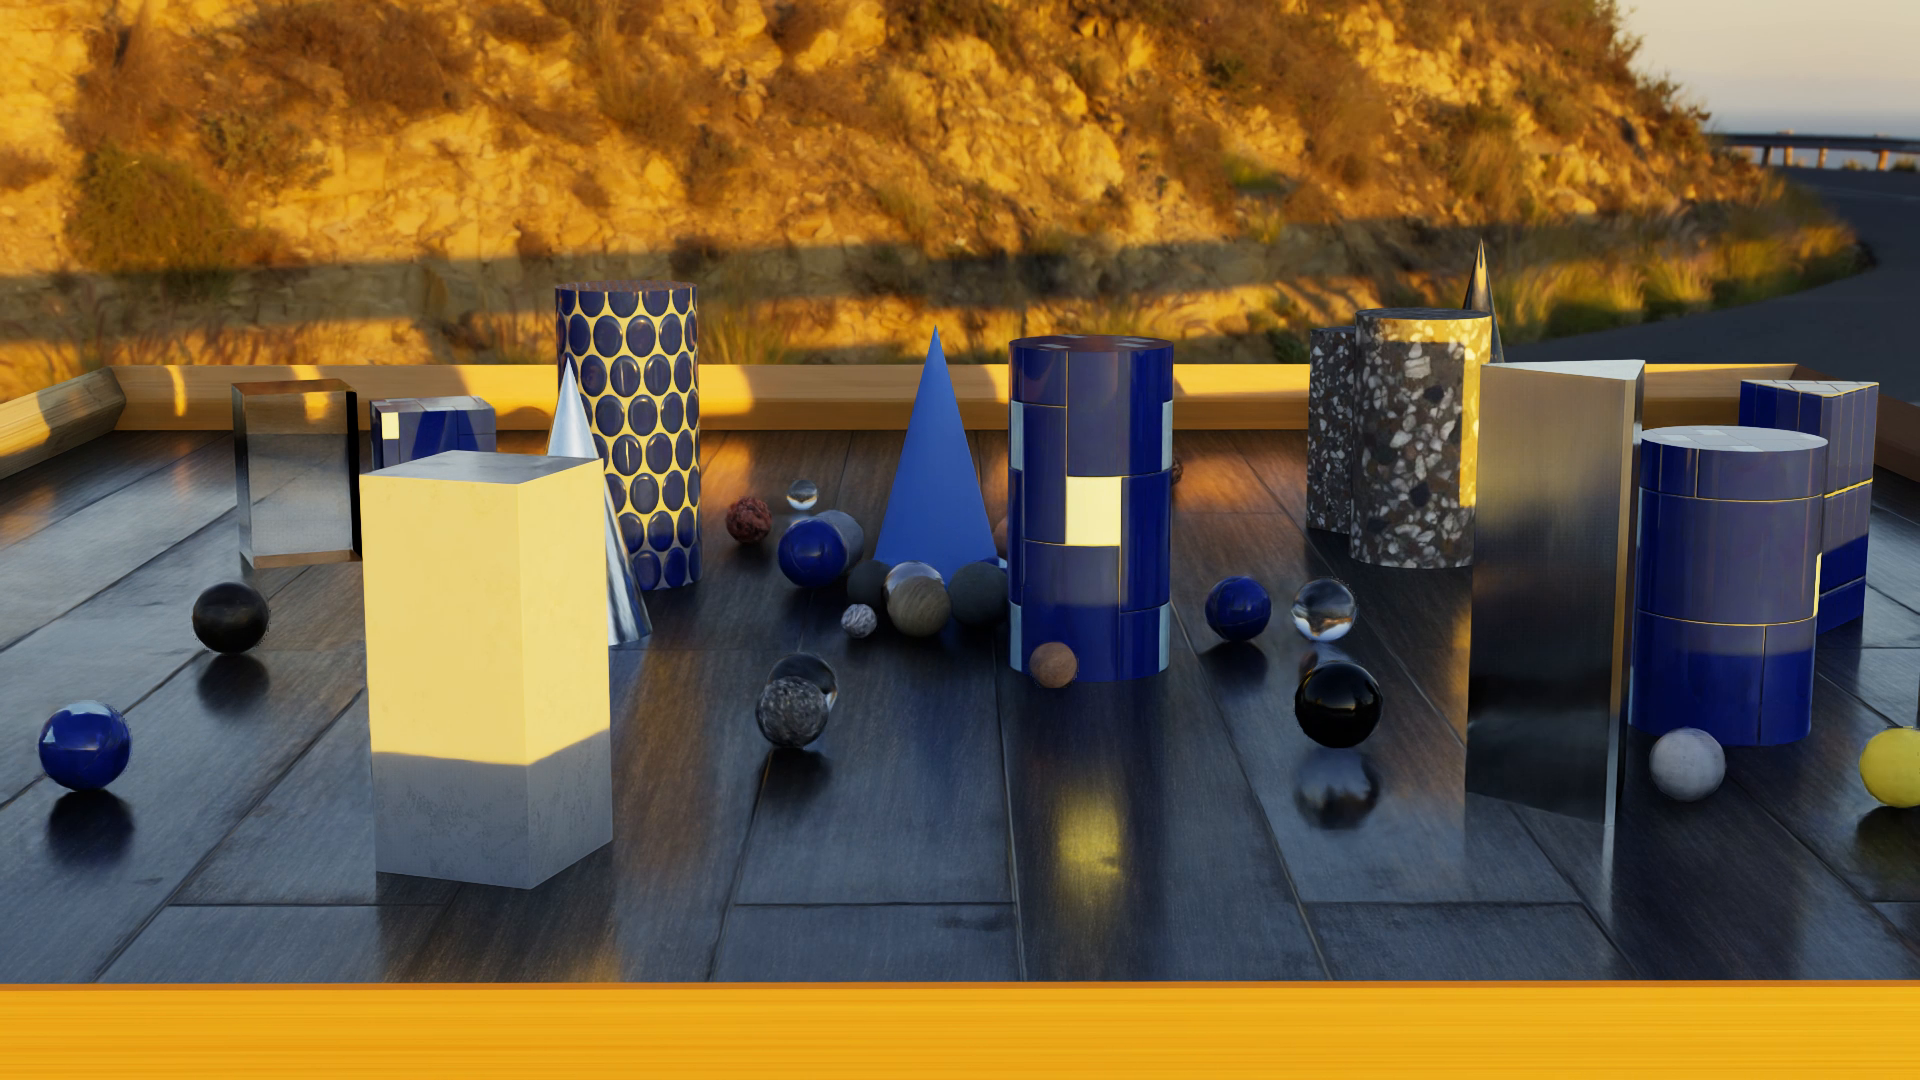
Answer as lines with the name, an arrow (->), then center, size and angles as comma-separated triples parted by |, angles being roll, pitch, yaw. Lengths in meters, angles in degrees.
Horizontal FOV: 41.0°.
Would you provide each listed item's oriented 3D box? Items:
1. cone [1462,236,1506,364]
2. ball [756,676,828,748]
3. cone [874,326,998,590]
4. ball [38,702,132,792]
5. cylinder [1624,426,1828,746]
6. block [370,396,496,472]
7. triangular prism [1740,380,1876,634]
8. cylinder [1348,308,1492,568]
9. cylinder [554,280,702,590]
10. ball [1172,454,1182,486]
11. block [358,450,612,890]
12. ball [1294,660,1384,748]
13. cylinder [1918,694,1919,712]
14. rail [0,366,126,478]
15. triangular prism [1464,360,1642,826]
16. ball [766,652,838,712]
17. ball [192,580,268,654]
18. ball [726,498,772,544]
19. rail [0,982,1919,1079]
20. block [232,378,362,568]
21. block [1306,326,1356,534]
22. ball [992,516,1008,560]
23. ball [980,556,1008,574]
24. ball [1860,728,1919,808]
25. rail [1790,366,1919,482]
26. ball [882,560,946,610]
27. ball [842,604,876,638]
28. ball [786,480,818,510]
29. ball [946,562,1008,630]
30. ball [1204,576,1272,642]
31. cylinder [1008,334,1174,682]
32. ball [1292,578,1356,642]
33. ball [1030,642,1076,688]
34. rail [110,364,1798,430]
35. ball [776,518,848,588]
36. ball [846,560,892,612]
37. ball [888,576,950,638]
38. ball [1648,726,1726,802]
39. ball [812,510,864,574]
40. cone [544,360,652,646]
cone -> 0.876, -0.293, 4.354 | 0.200, 0.445, 0.200 | 0, 10, 0
ball -> -0.181, 0.186, 2.770 | 0.078, 0.078, 0.078 | 0, 10, 0
cone -> -0.034, -0.115, 3.582 | 0.200, 0.375, 0.200 | 0, 10, 0
ball -> -0.890, 0.210, 2.608 | 0.090, 0.090, 0.090 | 0, 10, 0
cylinder -> 0.849, 0.047, 2.848 | 0.200, 0.323, 0.200 | 0, 10, 0
block -> -0.768, -0.078, 3.751 | 0.160, 0.242, 0.160 | -4, 11, -19
triangular prism -> 1.102, -0.051, 3.408 | 0.150, 0.313, 0.173 | 8, 13, 38
cylinder -> 0.686, -0.156, 3.832 | 0.200, 0.365, 0.200 | 0, 10, 0
cylinder -> -0.472, -0.153, 3.664 | 0.200, 0.420, 0.200 | 0, 10, 0
ball -> 0.358, -0.122, 4.481 | 0.062, 0.062, 0.062 | 0, 10, 0
block -> -0.433, 0.114, 2.365 | 0.160, 0.367, 0.160 | 4, 11, 19
ball -> 0.409, 0.177, 2.771 | 0.095, 0.095, 0.095 | 0, 10, 0
cylinder -> 1.192, 0.026, 2.876 | 0.200, 0.355, 0.200 | 0, 10, 0
rail -> -1.683, 0.035, 3.439 | 0.045, 0.130, 3.557 | 0, 10, 0
triangular prism -> 0.628, 0.043, 2.564 | 0.150, 0.435, 0.173 | -9, 14, -41
ball -> -0.177, 0.166, 2.874 | 0.081, 0.081, 0.081 | 0, 10, 0
ball -> -0.914, 0.097, 3.213 | 0.092, 0.092, 0.092 | 0, 10, 0
ball -> -0.325, -0.030, 3.956 | 0.072, 0.072, 0.072 | 0, 10, 0
rail -> 0.010, 0.352, 1.723 | 3.414, 0.130, 0.045 | 0, 10, 0
block -> -0.993, -0.102, 3.843 | 0.160, 0.256, 0.160 | -4, 11, -22
block -> 0.667, -0.176, 4.072 | 0.160, 0.316, 0.160 | -9, 14, -40
ball -> 0.094, 0.004, 3.707 | 0.095, 0.095, 0.095 | 0, 10, 0
ball -> 0.046, 0.056, 3.514 | 0.065, 0.065, 0.065 | 0, 10, 0
ball -> 0.936, 0.226, 2.549 | 0.079, 0.079, 0.079 | 0, 10, 0
rail -> 1.683, 0.032, 3.458 | 0.045, 0.130, 3.557 | 0, 10, 0
ball -> -0.061, 0.069, 3.385 | 0.085, 0.085, 0.085 | 0, 10, 0
ball -> -0.130, 0.104, 3.306 | 0.045, 0.045, 0.045 | 0, 10, 0
ball -> -0.261, -0.075, 4.257 | 0.052, 0.052, 0.052 | 0, 10, 0
ball -> 0.027, 0.073, 3.354 | 0.089, 0.089, 0.089 | 0, 10, 0
ball -> 0.356, 0.088, 3.284 | 0.085, 0.085, 0.085 | 0, 10, 0
cylinder -> 0.158, -0.043, 3.136 | 0.200, 0.396, 0.200 | 0, 10, 0
ball -> 0.465, 0.090, 3.278 | 0.082, 0.082, 0.082 | 0, 10, 0
ball -> 0.110, 0.148, 3.038 | 0.056, 0.056, 0.056 | 0, 10, 0
rail -> -0.010, -0.285, 5.174 | 3.414, 0.130, 0.045 | 0, 10, 0
ball -> -0.208, 0.019, 3.617 | 0.100, 0.100, 0.100 | 0, 10, 0
ball -> -0.117, 0.063, 3.458 | 0.071, 0.071, 0.071 | 0, 10, 0
ball -> -0.053, 0.086, 3.304 | 0.081, 0.081, 0.081 | 0, 10, 0
ball -> 0.729, 0.225, 2.571 | 0.075, 0.075, 0.075 | 0, 10, 0
ball -> -0.185, 0.004, 3.711 | 0.094, 0.094, 0.094 | 0, 10, 0
cone -> -0.501, -0.058, 3.316 | 0.200, 0.359, 0.200 | 0, 10, 0
